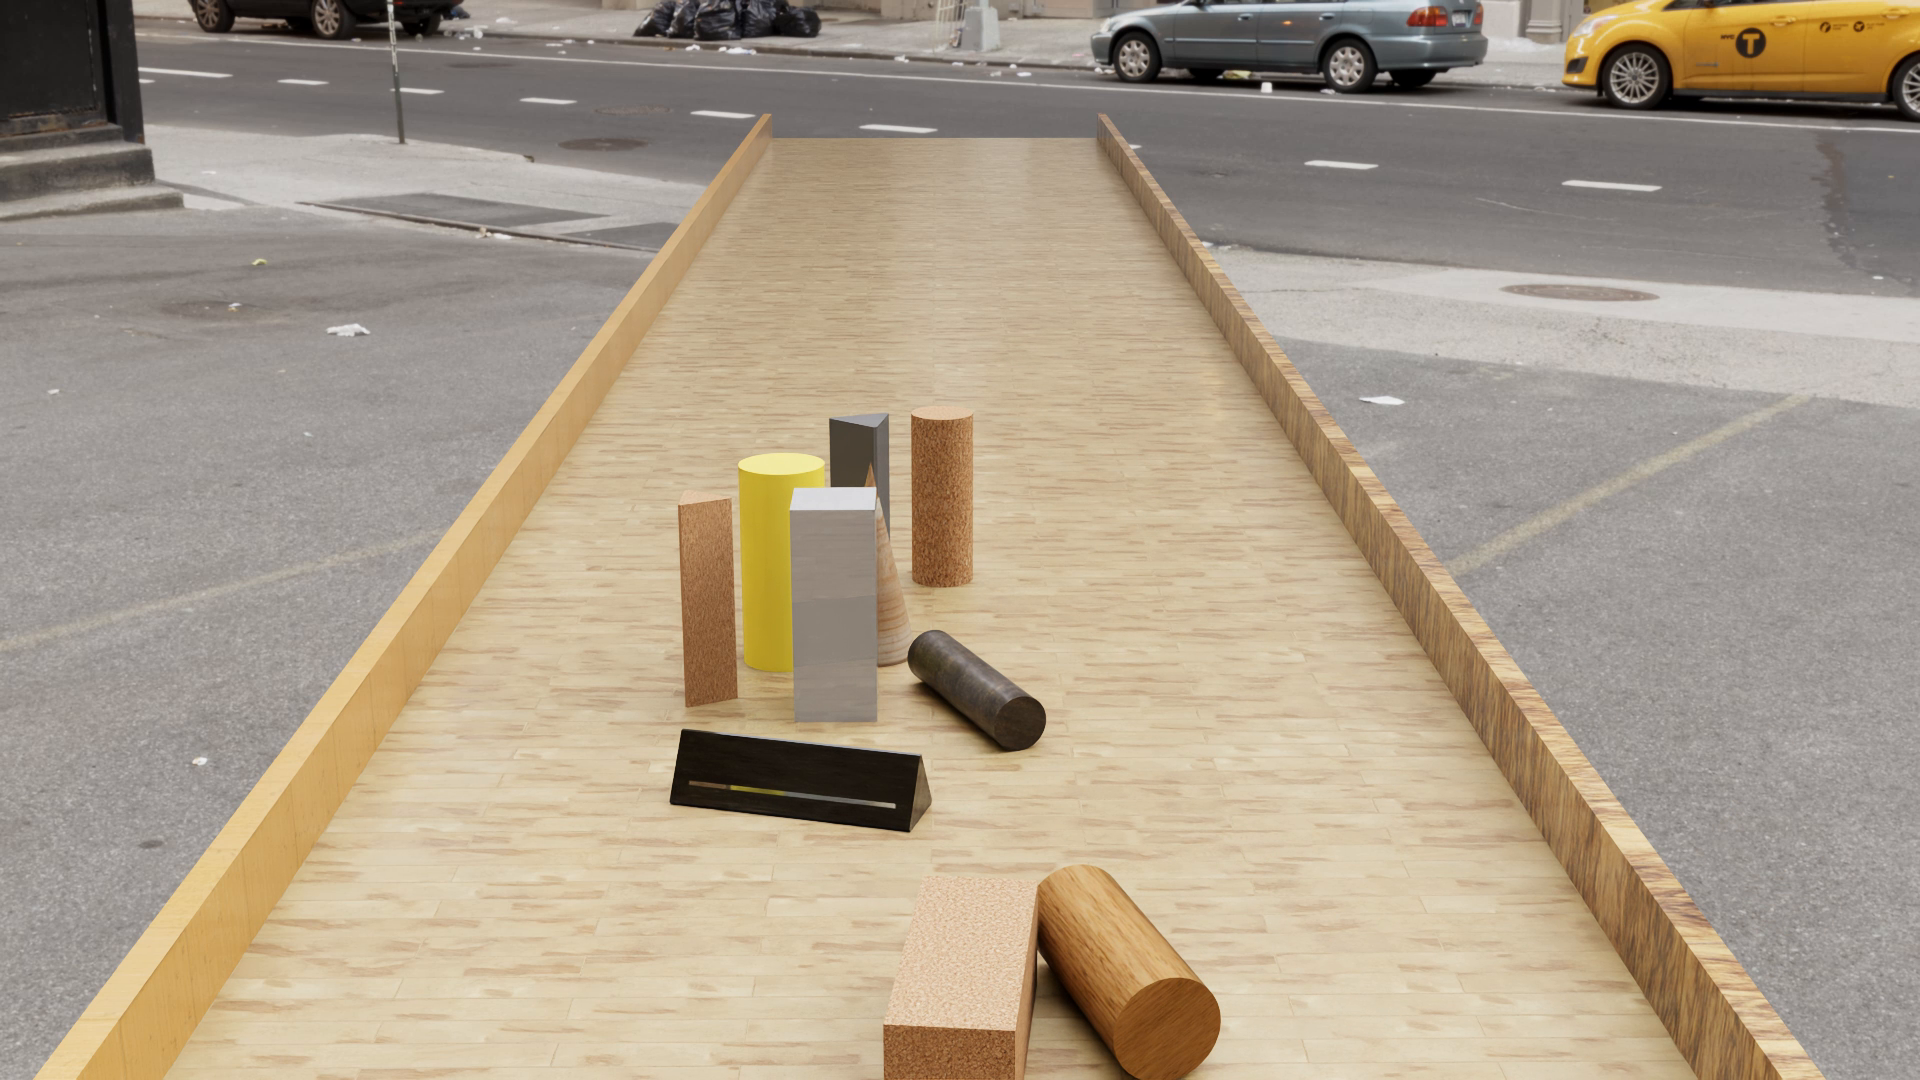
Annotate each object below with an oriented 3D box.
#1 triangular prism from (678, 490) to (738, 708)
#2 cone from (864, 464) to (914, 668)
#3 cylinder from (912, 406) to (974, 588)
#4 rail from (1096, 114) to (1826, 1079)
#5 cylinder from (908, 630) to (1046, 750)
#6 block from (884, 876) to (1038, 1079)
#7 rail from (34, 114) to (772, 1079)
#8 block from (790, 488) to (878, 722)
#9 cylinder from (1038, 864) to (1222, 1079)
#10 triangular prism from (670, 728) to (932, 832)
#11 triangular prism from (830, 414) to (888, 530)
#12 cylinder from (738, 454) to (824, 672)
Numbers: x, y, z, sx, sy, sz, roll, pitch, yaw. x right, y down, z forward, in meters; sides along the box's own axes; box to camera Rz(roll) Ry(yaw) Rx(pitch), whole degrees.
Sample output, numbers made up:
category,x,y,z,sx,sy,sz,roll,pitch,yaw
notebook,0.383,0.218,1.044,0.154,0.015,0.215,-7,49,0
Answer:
category,x,y,z,sx,sy,sz,roll,pitch,yaw
triangular prism,-0.494,0.107,4.167,0.106,0.398,0.092,-9,19,-28
cone,-0.177,0.035,4.393,0.178,0.401,0.178,0,19,0
cylinder,-0.039,-0.097,4.884,0.137,0.381,0.137,0,17,0
rail,0.932,-0.844,7.801,0.050,0.150,12.000,0,17,-1
cylinder,0.027,0.277,4.115,0.104,0.104,0.402,-7,18,-23
block,0.008,0.609,2.895,0.161,0.161,0.423,2,17,5
rail,-1.118,-0.838,7.780,0.050,0.150,12.000,0,17,-1
block,-0.232,0.120,4.103,0.154,0.410,0.154,0,17,-1
cylinder,0.216,0.584,3.000,0.150,0.150,0.355,-5,17,-16
triangular prism,-0.269,0.391,3.707,0.425,0.110,0.128,5,17,15
triangular prism,-0.188,-0.052,4.659,0.129,0.424,0.112,13,21,38
cylinder,-0.350,0.044,4.372,0.169,0.404,0.169,0,17,0
